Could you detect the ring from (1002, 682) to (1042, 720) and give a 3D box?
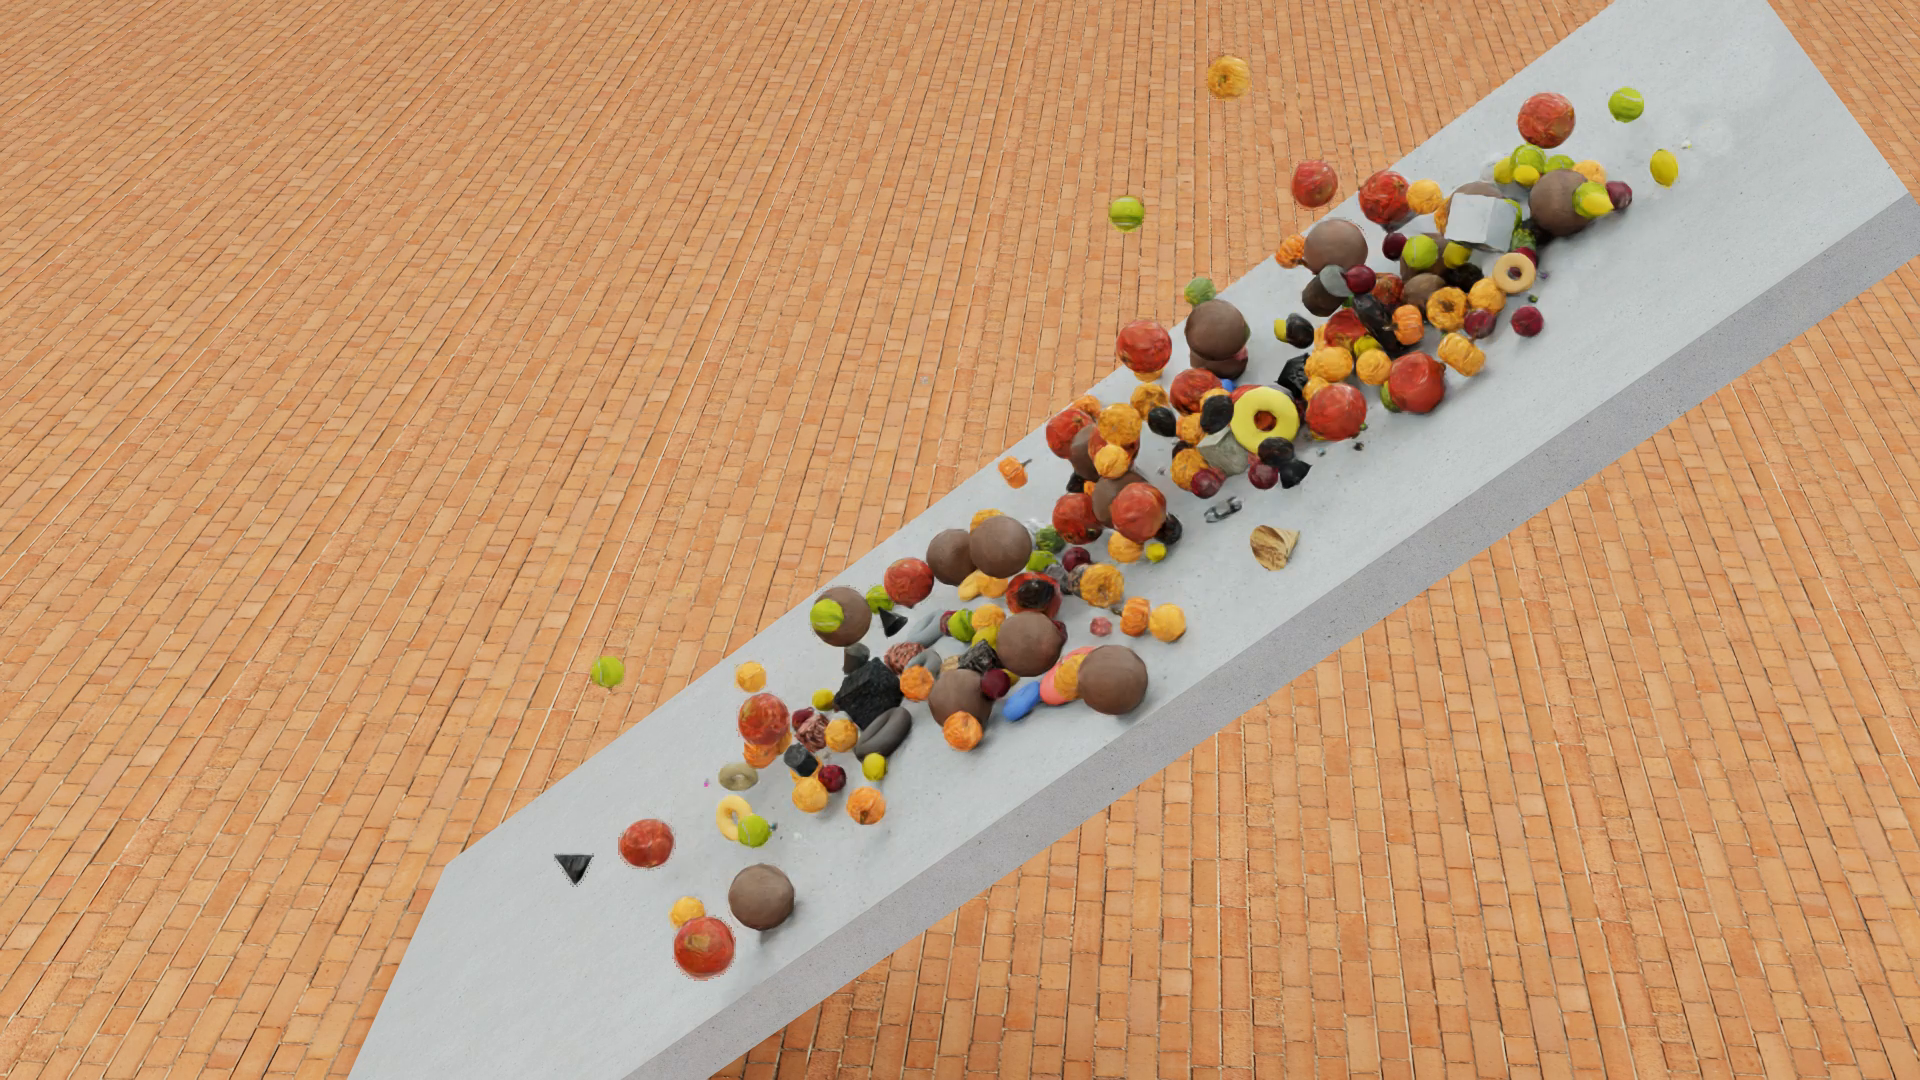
[{"bbox_3d":[0.123,0.314,5.734,0.097,0.032,0.097,-41,8,7],"label":"ring"}]

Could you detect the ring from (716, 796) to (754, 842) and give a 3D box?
[{"bbox_3d":[-0.479,0.592,6.260,0.101,0.101,0.034,19,18,37],"label":"ring"}]

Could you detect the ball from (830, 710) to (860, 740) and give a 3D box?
[{"bbox_3d":[-0.247,0.399,6.333,0.065,0.065,0.065,0,24,0],"label":"ball"}]

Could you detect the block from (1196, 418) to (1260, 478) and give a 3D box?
[{"bbox_3d":[0.551,-0.189,5.987,0.084,0.084,0.084,-47,17,-21],"label":"block"}]

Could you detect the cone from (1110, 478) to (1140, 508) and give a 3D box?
[{"bbox_3d":[0.353,-0.092,6.299,0.063,0.063,0.063,2,60,5],"label":"cone"}]

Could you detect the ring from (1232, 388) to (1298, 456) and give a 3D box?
[{"bbox_3d":[0.604,-0.235,5.823,0.138,0.138,0.046,8,15,17],"label":"ring"}]

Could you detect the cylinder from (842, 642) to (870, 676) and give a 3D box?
[{"bbox_3d":[-0.233,0.271,6.617,0.057,0.057,0.057,5,29,-3],"label":"cylinder"}]

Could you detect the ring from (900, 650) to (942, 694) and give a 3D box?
[{"bbox_3d":[-0.084,0.283,6.297,0.109,0.036,0.109,-37,27,22],"label":"ring"}]

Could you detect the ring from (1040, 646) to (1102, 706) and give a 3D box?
[{"bbox_3d":[0.212,0.261,5.643,0.143,0.048,0.143,-40,12,11],"label":"ring"}]

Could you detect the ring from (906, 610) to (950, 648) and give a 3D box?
[{"bbox_3d":[-0.069,0.200,6.496,0.116,0.039,0.116,-39,14,12],"label":"ring"}]

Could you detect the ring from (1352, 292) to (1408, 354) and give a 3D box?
[{"bbox_3d":[0.836,-0.432,5.849,0.049,0.147,0.147,-41,19,14],"label":"ring"}]

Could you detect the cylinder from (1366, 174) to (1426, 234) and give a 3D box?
[{"bbox_3d":[0.938,-0.721,6.327,0.093,0.093,0.093,-35,29,-2],"label":"cylinder"}]

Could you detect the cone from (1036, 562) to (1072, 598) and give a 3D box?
[{"bbox_3d":[0.213,0.097,6.109,0.079,0.079,0.079,-18,31,-35],"label":"cone"}]

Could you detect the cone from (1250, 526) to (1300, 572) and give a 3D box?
[{"bbox_3d":[0.600,0.000,5.427,0.090,0.090,0.090,-25,34,-36],"label":"cone"}]

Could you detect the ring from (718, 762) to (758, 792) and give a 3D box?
[{"bbox_3d":[-0.488,0.521,6.476,0.090,0.090,0.030,-2,50,-5],"label":"ring"}]

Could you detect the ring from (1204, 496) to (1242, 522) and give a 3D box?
[{"bbox_3d":[0.519,-0.060,5.788,0.083,0.028,0.083,-28,2,1],"label":"ring"}]

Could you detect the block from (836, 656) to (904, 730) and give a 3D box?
[{"bbox_3d":[-0.191,0.332,6.322,0.097,0.097,0.097,-34,17,24],"label":"block"}]

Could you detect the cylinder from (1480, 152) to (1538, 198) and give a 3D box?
[{"bbox_3d":[1.137,-0.756,6.102,0.090,0.090,0.090,-5,5,-12],"label":"cylinder"}]

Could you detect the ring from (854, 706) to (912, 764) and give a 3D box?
[{"bbox_3d":[-0.160,0.408,6.132,0.148,0.049,0.148,-41,13,12],"label":"ring"}]

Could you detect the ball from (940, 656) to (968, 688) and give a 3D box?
[{"bbox_3d":[-0.008,0.272,6.104,0.067,0.067,0.067,0,24,0],"label":"ball"}]

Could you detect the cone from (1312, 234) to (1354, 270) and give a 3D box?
[{"bbox_3d":[0.789,-0.601,6.128,0.089,0.089,0.089,-3,-1,-6],"label":"cone"}]

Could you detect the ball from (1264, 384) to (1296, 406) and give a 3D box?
[{"bbox_3d":[0.641,-0.273,5.989,0.088,0.088,0.088,0,24,0],"label":"ball"}]

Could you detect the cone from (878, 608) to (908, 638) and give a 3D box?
[{"bbox_3d":[-0.166,0.177,6.733,0.067,0.067,0.067,-38,16,13],"label":"cone"}]

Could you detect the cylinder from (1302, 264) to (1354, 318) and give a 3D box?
[{"bbox_3d":[0.740,-0.500,5.916,0.077,0.077,0.077,12,58,-20],"label":"cylinder"}]

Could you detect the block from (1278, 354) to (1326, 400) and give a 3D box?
[{"bbox_3d":[0.702,-0.336,6.050,0.060,0.060,0.060,-19,37,53],"label":"block"}]

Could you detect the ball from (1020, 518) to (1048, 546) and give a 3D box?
[{"bbox_3d":[0.165,-0.016,6.478,0.062,0.062,0.062,0,24,0],"label":"ball"}]

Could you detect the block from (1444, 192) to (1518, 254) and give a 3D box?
[{"bbox_3d":[1.012,-0.616,5.713,0.092,0.092,0.092,13,1,41],"label":"block"}]

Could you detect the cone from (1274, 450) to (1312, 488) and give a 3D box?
[{"bbox_3d":[0.632,-0.149,5.712,0.071,0.071,0.071,-38,16,13],"label":"cone"}]

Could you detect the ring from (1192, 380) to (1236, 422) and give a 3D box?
[{"bbox_3d":[0.551,-0.303,6.379,0.116,0.039,0.116,-38,17,14],"label":"ring"}]

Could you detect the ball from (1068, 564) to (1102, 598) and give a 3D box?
[{"bbox_3d":[0.255,0.084,5.980,0.071,0.071,0.071,0,24,0],"label":"ball"}]

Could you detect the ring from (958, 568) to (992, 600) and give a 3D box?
[{"bbox_3d":[0.033,0.099,6.541,0.092,0.031,0.092,-39,16,14],"label":"ring"}]

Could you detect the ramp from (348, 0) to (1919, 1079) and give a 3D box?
[{"bbox_3d":[0.119,0.186,6.344,4.000,0.100,2.000,-36,16,18],"label":"ramp"}]

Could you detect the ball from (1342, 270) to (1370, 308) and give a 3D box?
[{"bbox_3d":[0.814,-0.521,6.110,0.077,0.077,0.077,0,24,0],"label":"ball"}]

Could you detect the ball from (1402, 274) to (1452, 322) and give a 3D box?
[{"bbox_3d":[0.928,-0.482,5.856,0.097,0.097,0.097,0,24,0],"label":"ball"}]

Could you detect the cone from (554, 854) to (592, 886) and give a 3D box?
[{"bbox_3d":[-0.901,0.742,6.774,0.078,0.078,0.078,28,28,2],"label":"cone"}]

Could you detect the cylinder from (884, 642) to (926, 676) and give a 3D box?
[{"bbox_3d":[-0.117,0.258,6.392,0.070,0.070,0.070,-14,1,-28],"label":"cylinder"}]

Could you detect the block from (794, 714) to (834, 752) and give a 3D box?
[{"bbox_3d":[-0.316,0.424,6.449,0.054,0.054,0.054,-24,23,47],"label":"block"}]

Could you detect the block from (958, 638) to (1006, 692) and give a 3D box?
[{"bbox_3d":[0.045,0.257,6.017,0.068,0.068,0.068,-38,16,11],"label":"block"}]

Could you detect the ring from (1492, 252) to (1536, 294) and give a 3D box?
[{"bbox_3d":[1.052,-0.506,5.584,0.081,0.081,0.027,2,-5,4],"label":"ring"}]

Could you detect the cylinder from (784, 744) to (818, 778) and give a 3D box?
[{"bbox_3d":[-0.335,0.464,6.188,0.053,0.053,0.053,-13,56,19],"label":"cylinder"}]
